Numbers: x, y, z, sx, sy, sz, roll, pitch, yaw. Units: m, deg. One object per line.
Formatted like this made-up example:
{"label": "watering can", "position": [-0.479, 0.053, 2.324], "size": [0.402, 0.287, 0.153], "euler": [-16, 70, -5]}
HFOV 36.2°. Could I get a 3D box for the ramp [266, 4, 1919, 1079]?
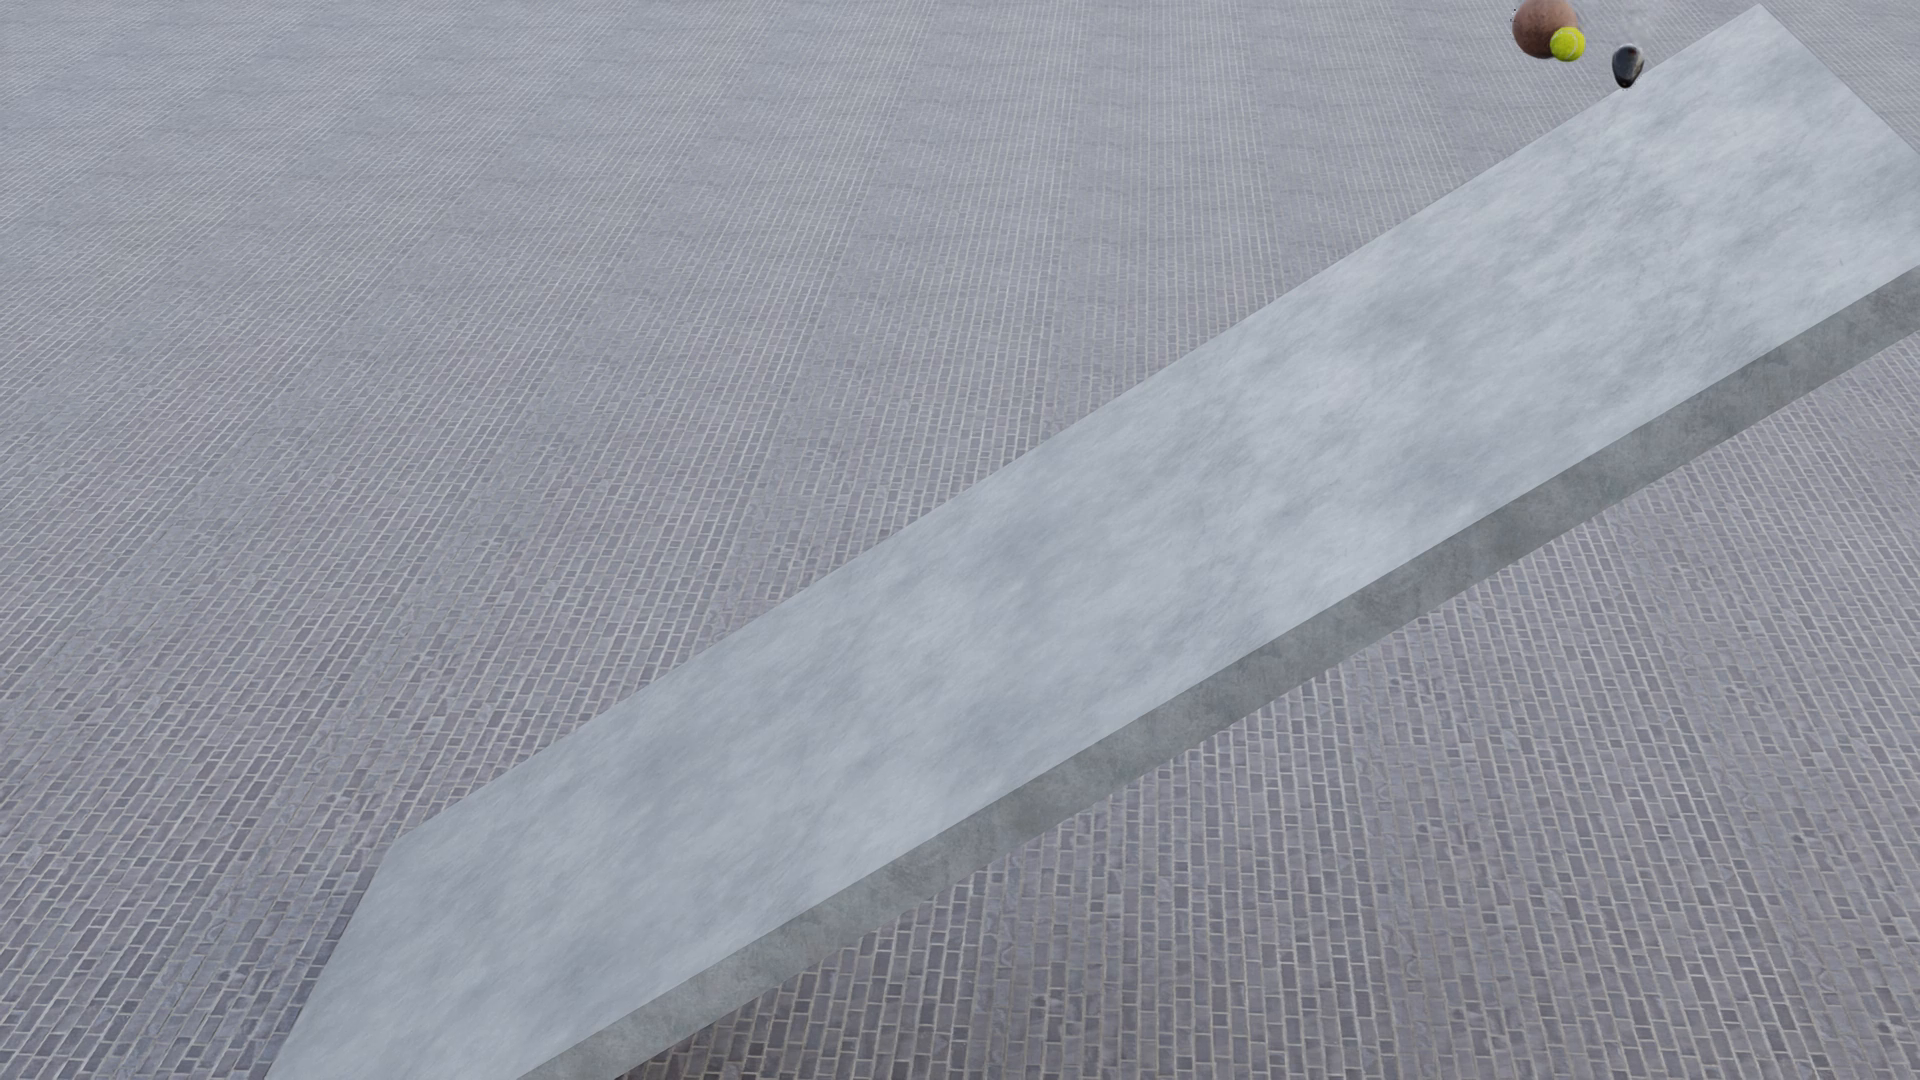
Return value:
{"label": "ramp", "position": [0.138, 0.172, 6.299], "size": [4.000, 0.100, 2.000], "euler": [-31, 16, 14]}
